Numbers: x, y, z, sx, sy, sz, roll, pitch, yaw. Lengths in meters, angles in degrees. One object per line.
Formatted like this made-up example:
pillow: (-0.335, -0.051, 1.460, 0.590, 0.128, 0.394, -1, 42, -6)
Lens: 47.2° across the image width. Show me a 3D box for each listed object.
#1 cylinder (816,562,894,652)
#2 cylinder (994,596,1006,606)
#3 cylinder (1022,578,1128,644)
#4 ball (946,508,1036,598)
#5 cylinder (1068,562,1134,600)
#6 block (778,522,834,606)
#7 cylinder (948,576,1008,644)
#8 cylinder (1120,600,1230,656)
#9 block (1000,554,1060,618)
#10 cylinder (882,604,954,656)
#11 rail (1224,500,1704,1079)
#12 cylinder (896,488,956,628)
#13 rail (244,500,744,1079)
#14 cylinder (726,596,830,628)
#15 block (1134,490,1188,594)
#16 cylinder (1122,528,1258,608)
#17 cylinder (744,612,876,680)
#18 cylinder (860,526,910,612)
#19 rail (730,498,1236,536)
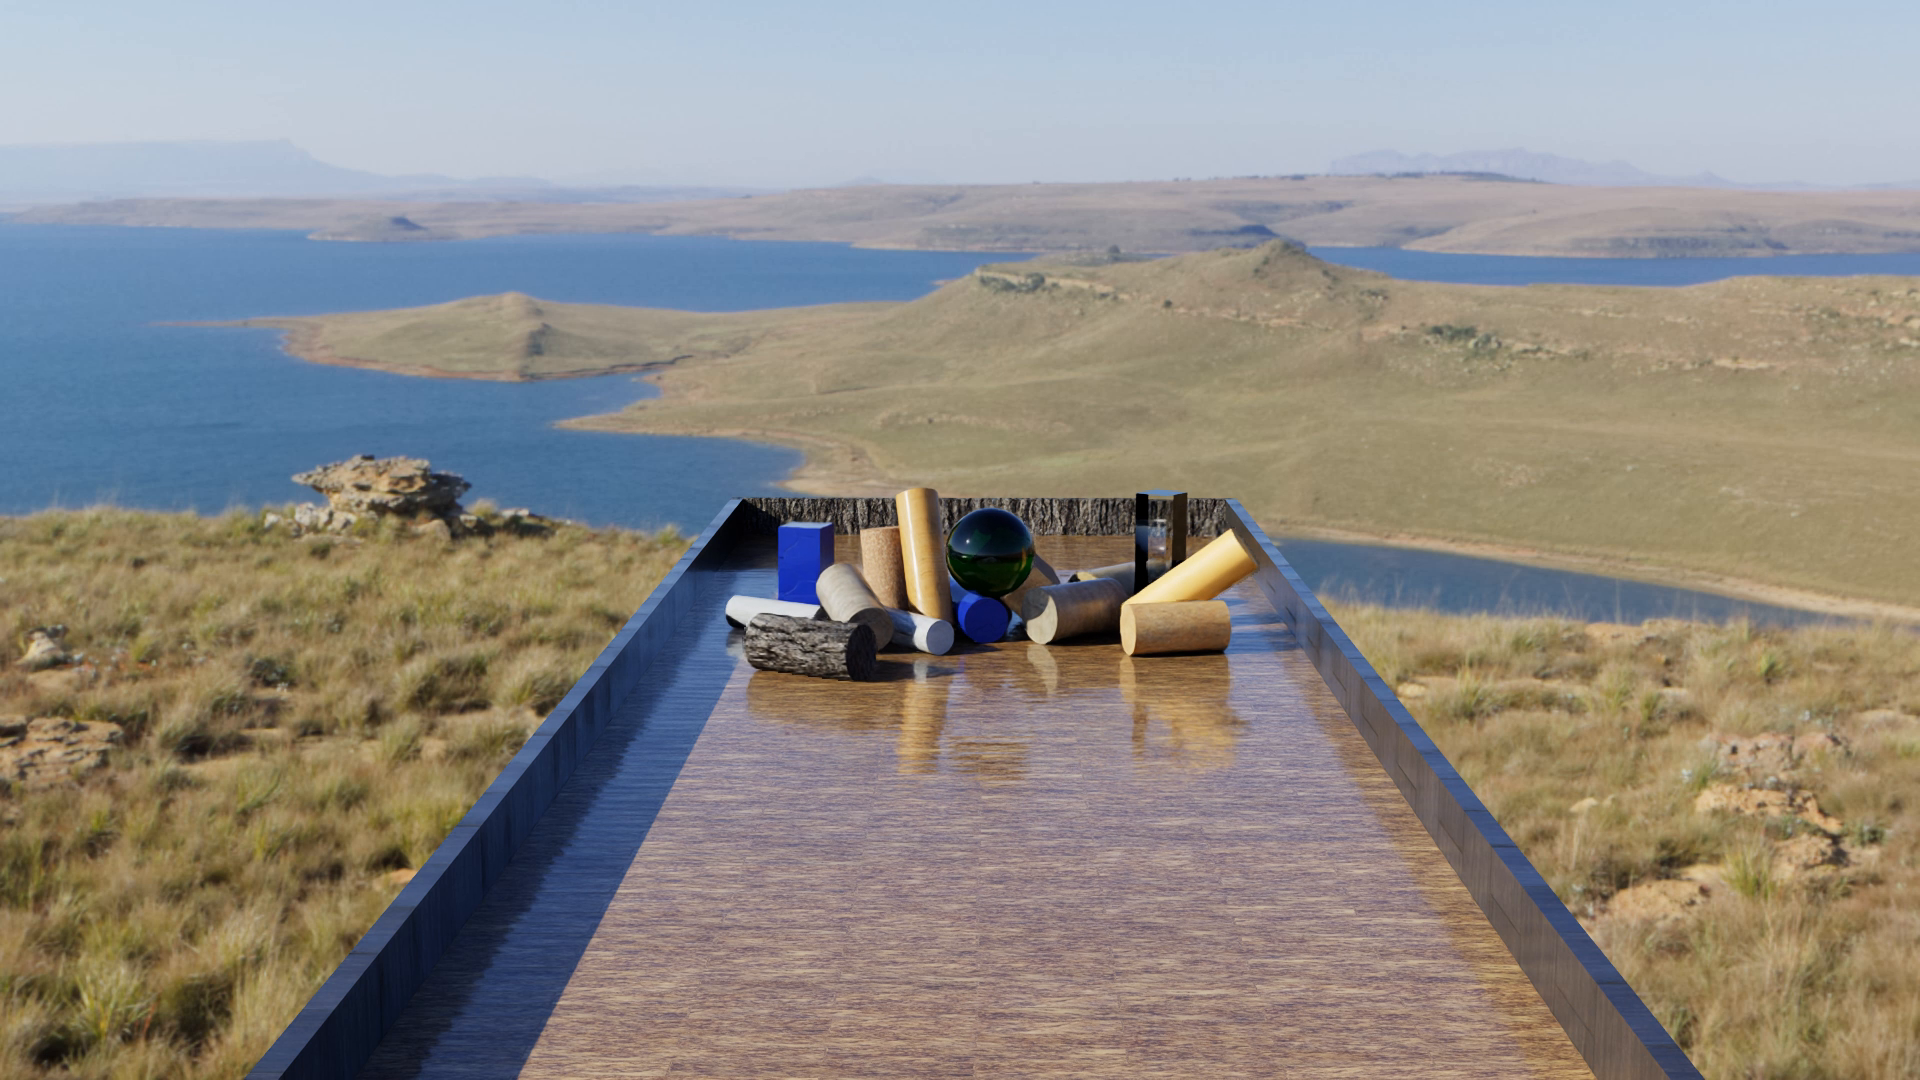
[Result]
cylinder: (-0.331, 0.213, 6.879, 0.161, 0.161, 0.312, -3, 27, -20)
cylinder: (0.112, 0.183, 7.516, 0.107, 0.107, 0.434, 1, 9, 5)
cylinder: (0.368, 0.225, 7.020, 0.300, 0.179, 0.179, -7, 11, -37)
ball: (0.096, 0.040, 6.931, 0.284, 0.284, 0.284, 0, 9, 0)
cylinder: (0.555, 0.165, 7.430, 0.168, 0.168, 0.420, 8, 12, 43)
block: (-0.505, 0.114, 7.226, 0.144, 0.330, 0.144, 2, 8, 15)
cylinder: (0.019, 0.223, 7.136, 0.146, 0.146, 0.431, -3, 9, -17)
cylinder: (0.665, 0.270, 6.797, 0.306, 0.159, 0.159, -2, 9, -13)
block: (0.226, 0.147, 7.283, 0.155, 0.155, 0.372, 42, 6, -14)
cylinder: (-0.193, 0.274, 6.933, 0.110, 0.110, 0.431, -7, 11, -37)
rail: (1.046, 0.843, 3.208, 0.050, 0.150, 12.000, 0, 9, 1)
cylinder: (-0.112, 0.071, 7.065, 0.139, 0.457, 0.139, -7, -18, -2)
rail: (-1.004, 0.839, 3.234, 0.050, 0.150, 12.000, 0, 9, 1)
cylinder: (-0.586, 0.248, 7.104, 0.353, 0.107, 0.107, 6, 11, 32)
block: (0.656, 0.065, 7.189, 0.121, 0.442, 0.121, 7, 12, 39)
cylinder: (0.721, 0.145, 6.915, 0.422, 0.148, 0.148, -35, 3, 11)
cylinder: (-0.442, 0.314, 6.495, 0.358, 0.167, 0.167, 5, 10, 30)
cylinder: (-0.234, 0.117, 7.206, 0.161, 0.314, 0.161, -5, 3, 0)
rail: (0.099, -0.098, 9.147, 2.100, 0.150, 0.050, 0, 9, 1)
